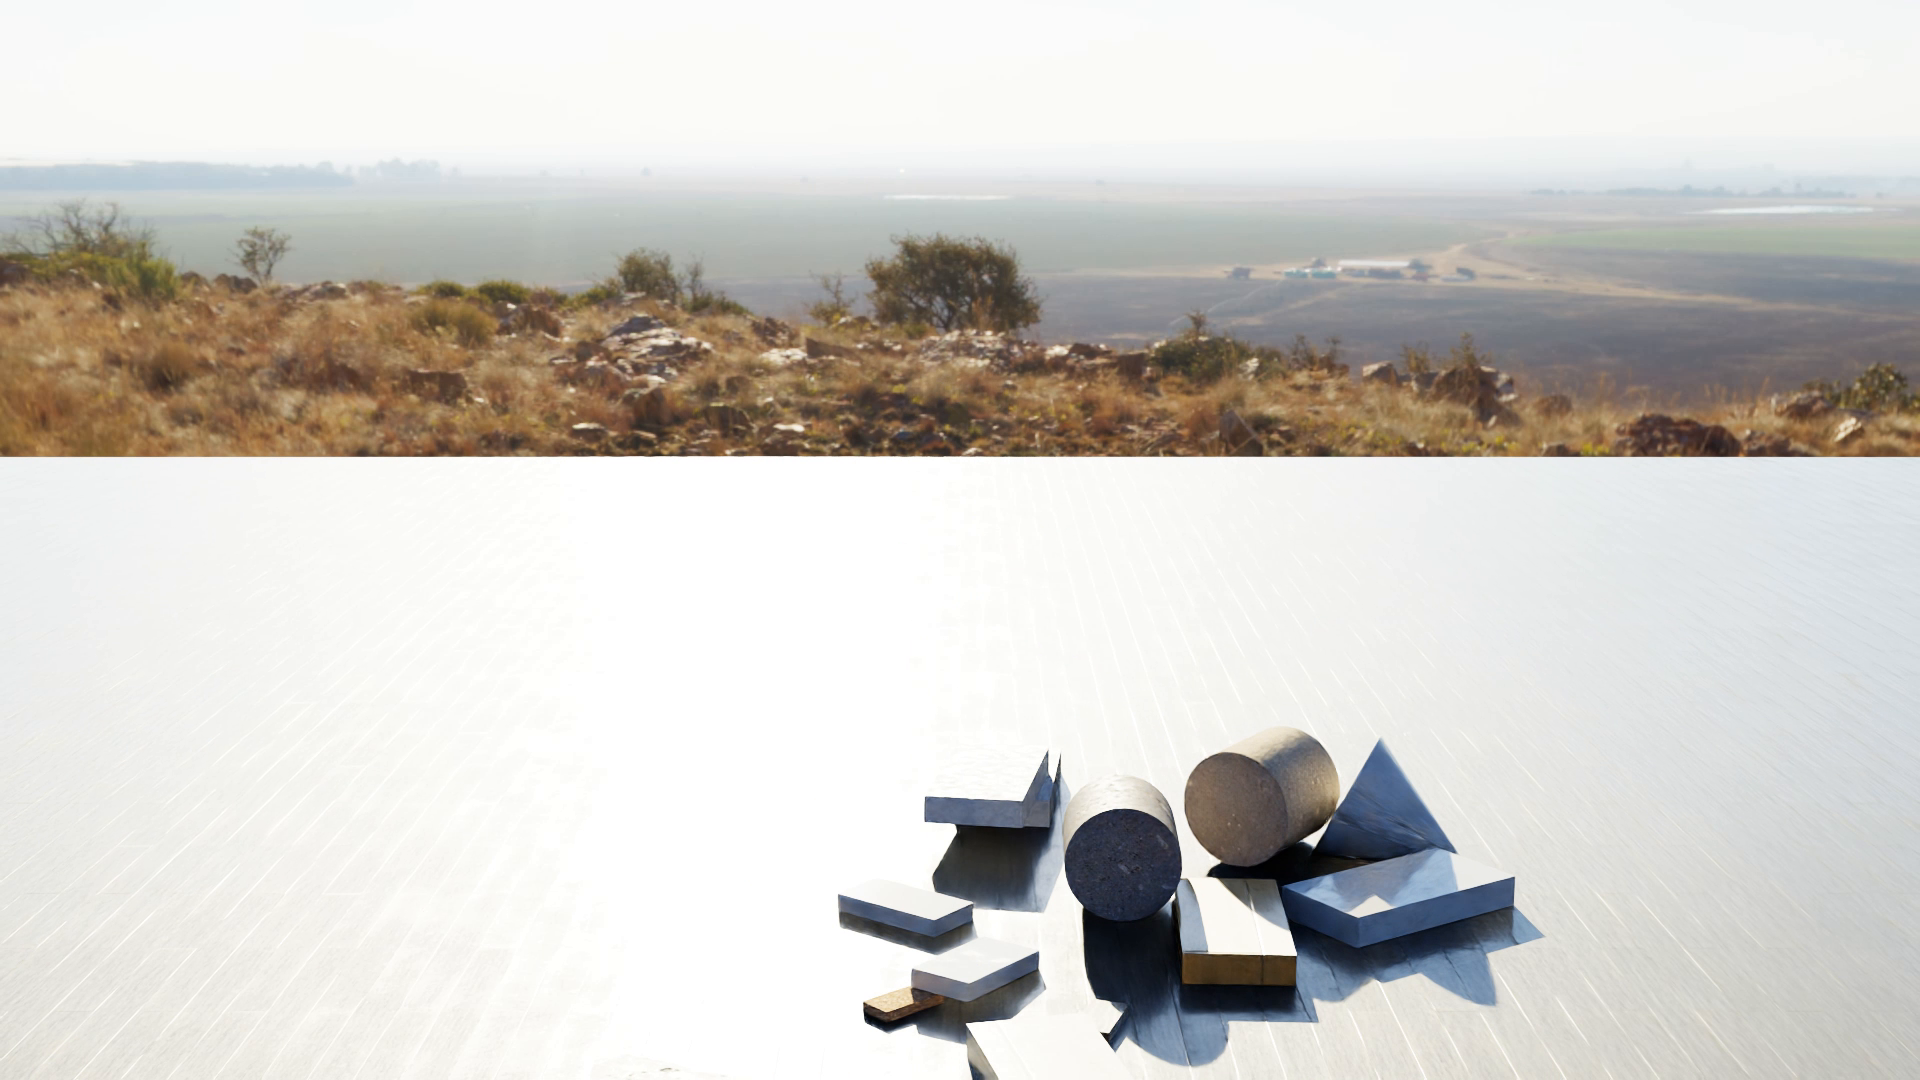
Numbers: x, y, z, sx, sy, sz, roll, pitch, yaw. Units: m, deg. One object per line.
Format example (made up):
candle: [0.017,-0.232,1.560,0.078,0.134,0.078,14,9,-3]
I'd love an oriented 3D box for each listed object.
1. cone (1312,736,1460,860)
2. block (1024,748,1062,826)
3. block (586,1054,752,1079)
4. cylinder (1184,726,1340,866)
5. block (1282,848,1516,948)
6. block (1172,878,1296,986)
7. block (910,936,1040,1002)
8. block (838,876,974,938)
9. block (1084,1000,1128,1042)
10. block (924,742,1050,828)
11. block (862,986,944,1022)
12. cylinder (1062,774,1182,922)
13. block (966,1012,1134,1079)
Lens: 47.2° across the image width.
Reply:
cone: [0.776,0.507,3.820,0.242,0.242,0.242,31,18,12]
block: [0.095,0.467,4.197,0.176,0.050,0.351,1,11,6]
block: [-0.343,0.717,2.453,0.194,0.194,0.194,5,12,24]
cylinder: [0.532,0.449,3.871,0.203,0.203,0.203,7,13,34]
block: [0.716,0.580,3.587,0.351,0.050,0.176,-7,13,-33]
block: [0.424,0.608,3.439,0.169,0.048,0.337,0,11,3]
block: [0.024,0.639,3.281,0.101,0.029,0.203,8,9,32]
block: [-0.090,0.594,3.567,0.203,0.029,0.101,8,13,37]
block: [0.200,0.683,3.125,0.054,0.015,0.109,4,11,19]
block: [0.053,0.446,4.035,0.175,0.050,0.351,2,11,10]
block: [-0.082,0.671,3.193,0.109,0.015,0.054,-9,14,-41]
cylinder: [0.265,0.503,3.617,0.190,0.190,0.190,0,11,2]
block: [0.130,0.713,2.876,0.169,0.048,0.338,-2,11,-13]
